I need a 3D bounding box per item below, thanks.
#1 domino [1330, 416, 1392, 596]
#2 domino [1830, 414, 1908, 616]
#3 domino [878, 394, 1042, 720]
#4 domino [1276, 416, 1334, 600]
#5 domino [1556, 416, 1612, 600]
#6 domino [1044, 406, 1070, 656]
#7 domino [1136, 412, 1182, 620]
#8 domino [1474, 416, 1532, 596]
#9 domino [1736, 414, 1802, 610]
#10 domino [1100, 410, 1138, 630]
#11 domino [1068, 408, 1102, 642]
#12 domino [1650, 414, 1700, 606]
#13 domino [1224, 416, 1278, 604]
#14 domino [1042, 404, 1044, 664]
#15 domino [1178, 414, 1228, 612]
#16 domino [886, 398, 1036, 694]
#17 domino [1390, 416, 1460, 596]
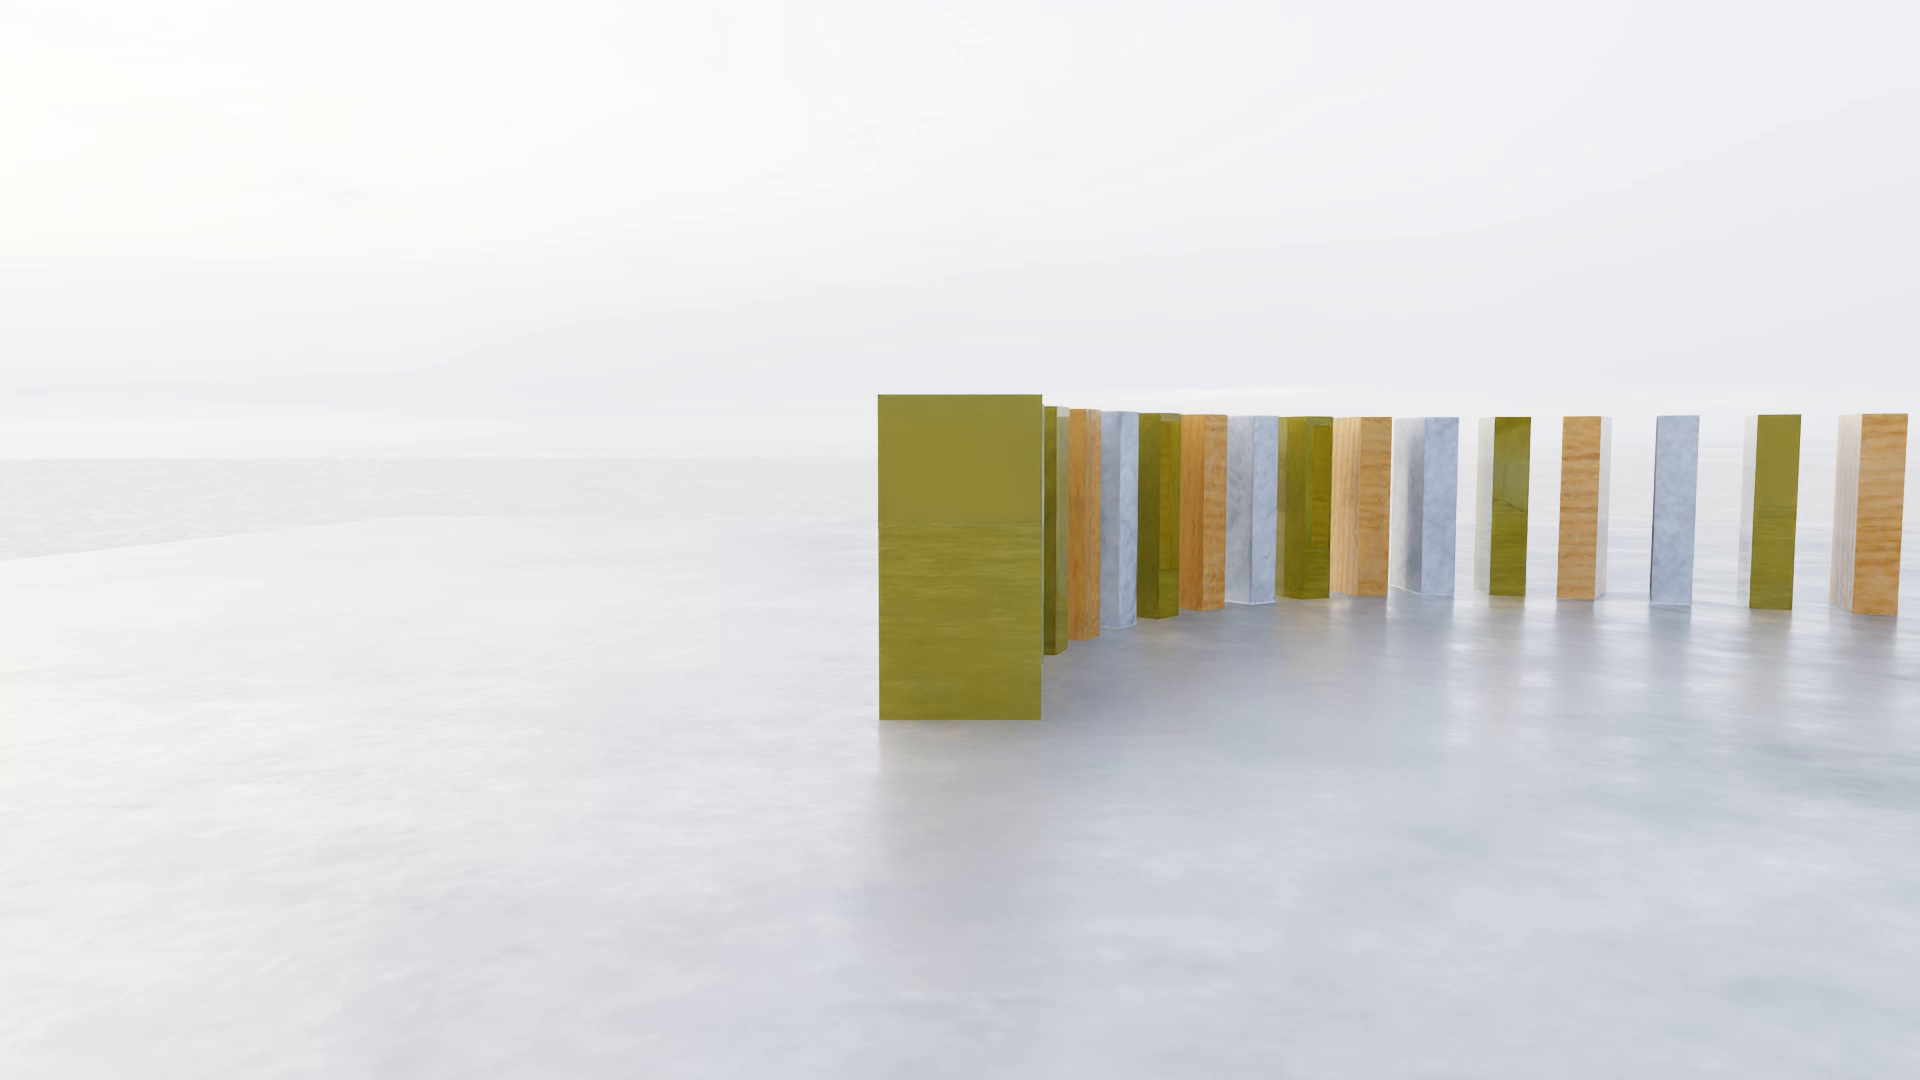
[{"bbox_3d":[0.113,-0.010,0.370,0.009,0.050,0.025,-1,4,-13],"label":"domino"},{"bbox_3d":[0.234,-0.007,0.331,0.009,0.050,0.025,2,5,23],"label":"domino"},{"bbox_3d":[0.000,0.002,0.201,0.025,0.050,0.010,0,4,0],"label":"domino"},{"bbox_3d":[0.092,-0.010,0.362,0.009,0.050,0.025,-2,5,-27],"label":"domino"},{"bbox_3d":[0.176,-0.010,0.361,0.009,0.050,0.025,3,5,33],"label":"domino"},{"bbox_3d":[0.009,-0.002,0.265,0.025,0.050,0.010,2,5,20],"label":"domino"},{"bbox_3d":[0.042,-0.007,0.321,0.025,0.050,0.010,4,6,40],"label":"domino"},{"bbox_3d":[0.156,-0.010,0.370,0.009,0.050,0.025,1,4,12],"label":"domino"},{"bbox_3d":[0.214,-0.008,0.340,0.009,0.050,0.025,2,5,25],"label":"domino"},{"bbox_3d":[0.029,-0.005,0.304,0.025,0.050,0.009,3,5,33],"label":"domino"},{"bbox_3d":[0.018,-0.004,0.285,0.025,0.050,0.010,2,5,27],"label":"domino"},{"bbox_3d":[0.194,-0.009,0.349,0.009,0.050,0.025,2,5,27],"label":"domino"},{"bbox_3d":[0.074,-0.009,0.351,0.010,0.050,0.025,-3,5,-35],"label":"domino"},{"bbox_3d":[0.003,-0.001,0.244,0.025,0.050,0.009,1,4,13],"label":"domino"},{"bbox_3d":[0.057,-0.008,0.337,0.010,0.050,0.025,-4,6,-42],"label":"domino"},{"bbox_3d":[0.000,0.001,0.223,0.025,0.050,0.009,0,4,3],"label":"domino"},{"bbox_3d":[0.134,-0.010,0.372,0.009,0.050,0.025,0,4,0],"label":"domino"}]
